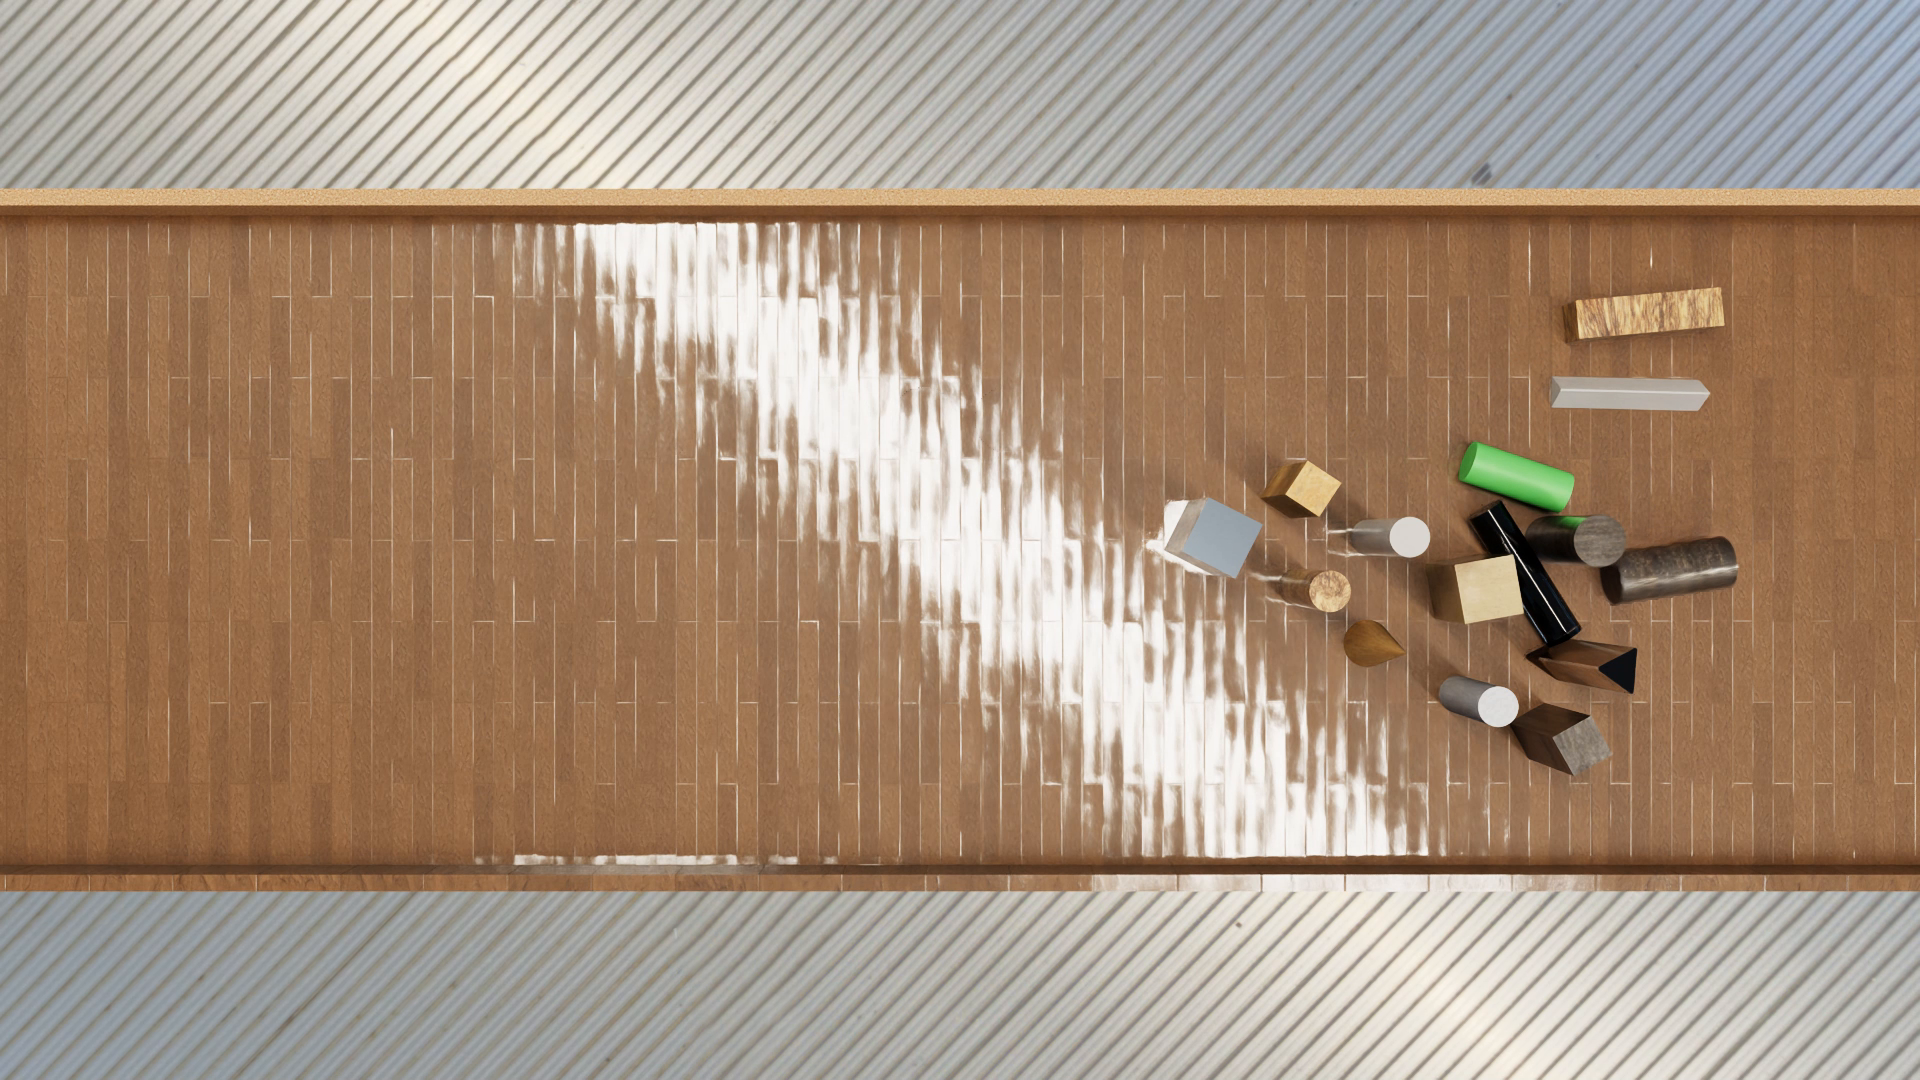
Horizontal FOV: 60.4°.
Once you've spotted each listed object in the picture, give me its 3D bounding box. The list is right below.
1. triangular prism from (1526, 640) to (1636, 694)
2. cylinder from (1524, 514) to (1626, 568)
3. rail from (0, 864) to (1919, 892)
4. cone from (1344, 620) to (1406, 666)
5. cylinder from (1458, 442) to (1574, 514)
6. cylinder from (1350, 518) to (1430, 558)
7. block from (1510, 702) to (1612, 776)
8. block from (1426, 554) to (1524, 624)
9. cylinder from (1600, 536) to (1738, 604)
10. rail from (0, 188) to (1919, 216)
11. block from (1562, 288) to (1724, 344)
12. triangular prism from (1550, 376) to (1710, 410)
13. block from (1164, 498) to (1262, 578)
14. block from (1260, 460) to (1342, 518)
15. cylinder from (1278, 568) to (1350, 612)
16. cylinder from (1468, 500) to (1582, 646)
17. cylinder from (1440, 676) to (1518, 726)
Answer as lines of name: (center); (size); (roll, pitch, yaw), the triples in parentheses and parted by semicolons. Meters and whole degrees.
triangular prism: (1.853, 0.350, 4.873); (0.130, 0.403, 0.113); (35, 85, -9)
cylinder: (1.812, 0.001, 4.873); (0.149, 0.407, 0.149); (0, 90, 0)
rail: (-2.247, 1.025, 5.001); (12.000, 0.150, 0.050); (0, 90, 0)
cone: (1.253, 0.318, 4.849); (0.145, 0.456, 0.145); (0, 90, 0)
cylinder: (1.690, -0.190, 5.012); (0.308, 0.128, 0.128); (19, 90, 0)
cylinder: (1.260, -0.008, 4.847); (0.113, 0.460, 0.113); (0, 90, 0)
block: (1.774, 0.587, 4.888); (0.127, 0.376, 0.127); (-29, 90, 0)
block: (1.531, 0.142, 4.923); (0.173, 0.306, 0.173); (-10, 90, 0)
cylinder: (2.146, 0.090, 4.999); (0.351, 0.155, 0.155); (-9, 90, 0)
rail: (-2.247, -1.025, 5.002); (12.000, 0.150, 0.050); (0, 90, 0)
block: (2.076, -0.683, 5.019); (0.438, 0.115, 0.115); (-5, 90, 0)
triangular prism: (2.045, -0.450, 5.034); (0.452, 0.081, 0.093); (1, 90, 0)
block: (0.742, -0.006, 4.870); (0.171, 0.413, 0.171); (27, 90, 0)
block: (1.001, -0.145, 4.874); (0.114, 0.404, 0.114); (33, 90, 0)
cylinder: (1.039, 0.144, 4.853); (0.116, 0.448, 0.116); (0, 90, 0)
cylinder: (1.719, 0.101, 5.020); (0.113, 0.113, 0.458); (-32, 90, 0)
cylinder: (1.532, 0.475, 4.885); (0.115, 0.384, 0.115); (0, 90, 0)
